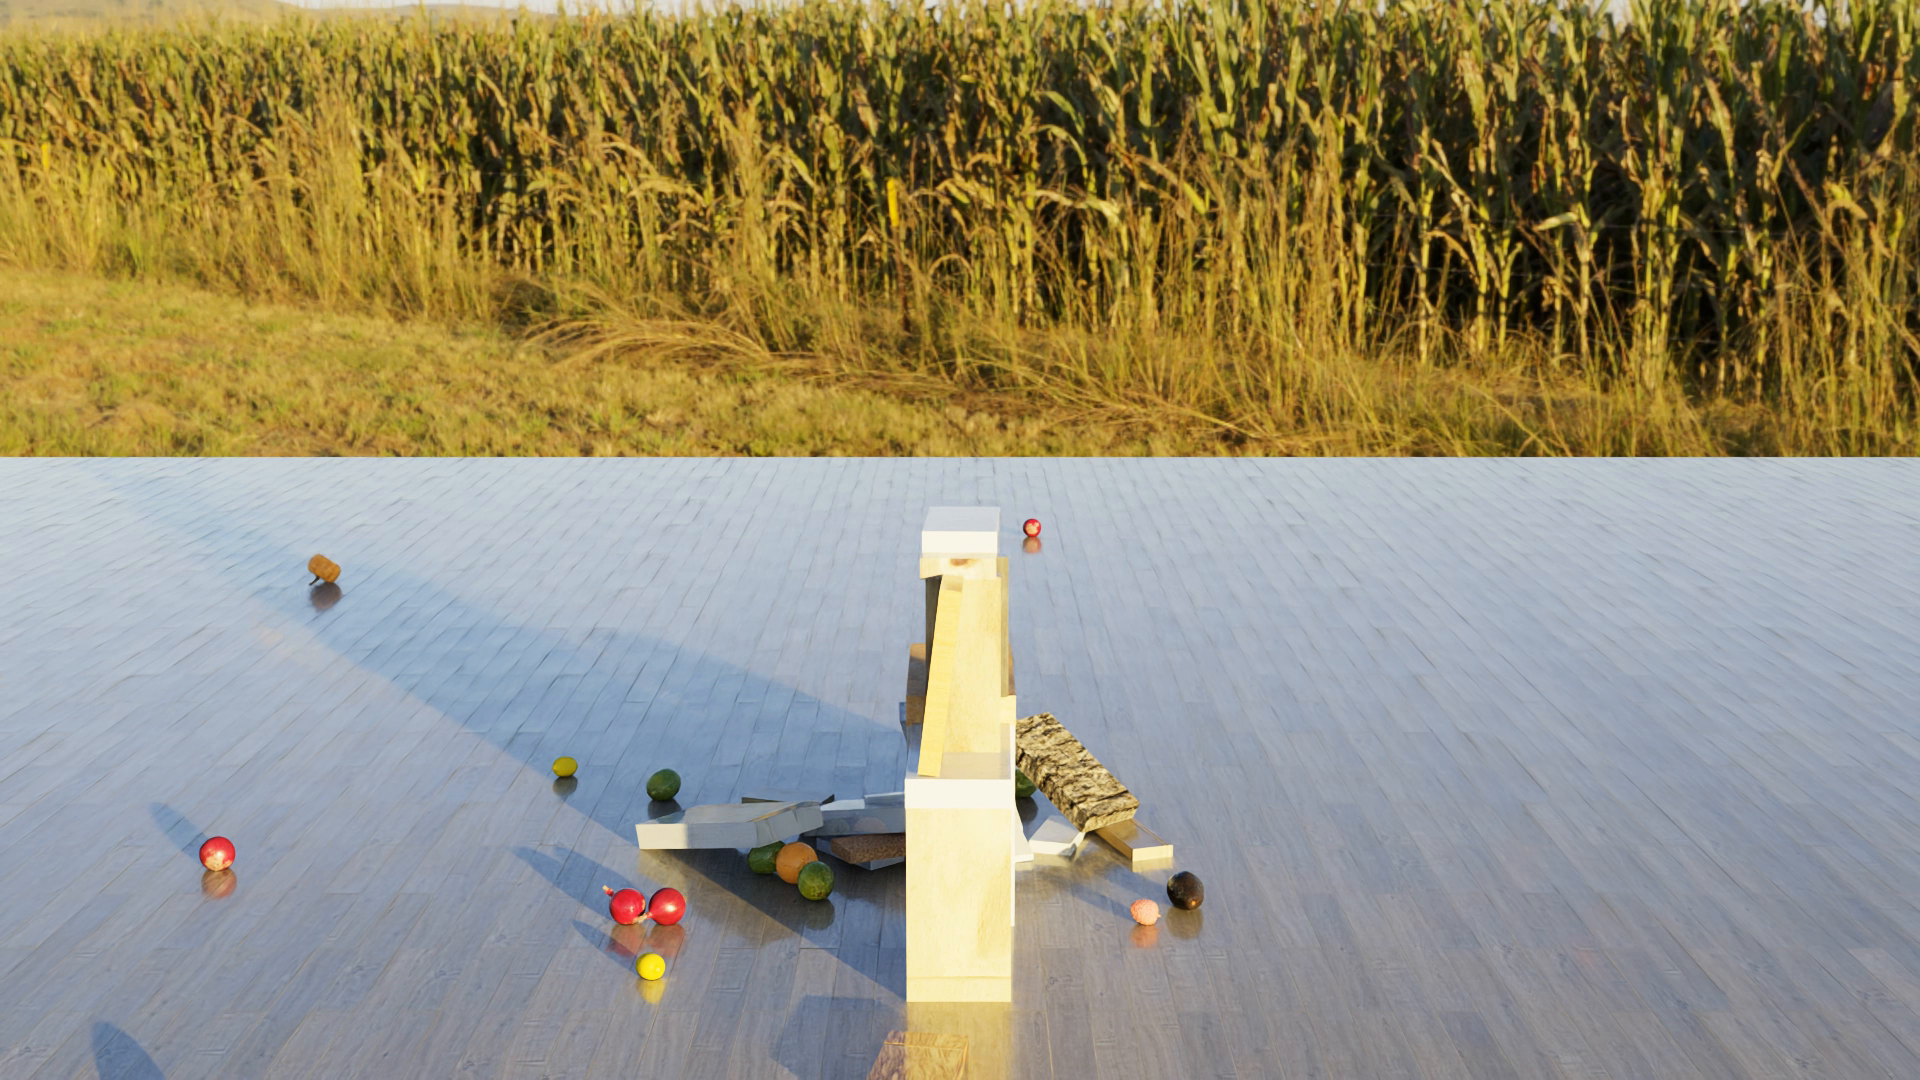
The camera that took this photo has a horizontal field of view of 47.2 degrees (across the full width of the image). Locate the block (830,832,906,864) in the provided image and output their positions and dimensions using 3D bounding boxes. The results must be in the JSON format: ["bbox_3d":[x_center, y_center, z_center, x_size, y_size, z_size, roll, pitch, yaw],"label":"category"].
[{"bbox_3d":[-0.137,0.530,3.812,0.156,0.022,0.078,-4,11,-28],"label":"block"}]

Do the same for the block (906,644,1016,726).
[{"bbox_3d":[0.001,0.233,3.585,0.171,0.048,0.341,0,11,0],"label":"block"}]

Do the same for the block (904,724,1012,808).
[{"bbox_3d":[0.000,0.334,3.275,0.151,0.043,0.302,0,11,1],"label":"block"}]

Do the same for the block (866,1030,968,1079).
[{"bbox_3d":[-0.060,0.713,2.920,0.110,0.031,0.220,2,11,9],"label":"block"}]

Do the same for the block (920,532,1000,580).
[{"bbox_3d":[0.001,0.022,3.301,0.110,0.031,0.220,0,11,2],"label":"block"}]

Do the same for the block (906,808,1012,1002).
[{"bbox_3d":[-0.002,0.522,3.207,0.151,0.302,0.043,0,11,0],"label":"block"}]

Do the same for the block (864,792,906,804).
[{"bbox_3d":[-0.124,0.461,3.934,0.092,0.013,0.046,-5,-1,-7],"label":"block"}]

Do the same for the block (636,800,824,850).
[{"bbox_3d":[-0.405,0.500,3.851,0.310,0.044,0.155,-8,3,42],"label":"block"}]

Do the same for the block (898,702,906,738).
[{"bbox_3d":[-0.018,0.361,3.838,0.133,0.265,0.038,-7,53,5],"label":"block"}]

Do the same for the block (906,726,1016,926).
[{"bbox_3d":[0.001,0.446,3.510,0.171,0.341,0.048,0,11,0],"label":"block"}]

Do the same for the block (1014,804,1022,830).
[{"bbox_3d":[0.045,0.481,4.013,0.103,0.029,0.206,-3,27,-8],"label":"block"}]

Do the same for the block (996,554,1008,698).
[{"bbox_3d":[0.018,0.133,3.393,0.110,0.221,0.031,-1,10,-6],"label":"block"}]

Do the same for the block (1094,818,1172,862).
[{"bbox_3d":[0.299,0.527,3.950,0.076,0.021,0.232,-4,11,-19],"label":"block"}]

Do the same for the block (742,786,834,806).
[{"bbox_3d":[-0.324,0.491,4.141,0.156,0.022,0.078,4,11,19],"label":"block"}]

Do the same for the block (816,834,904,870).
[{"bbox_3d":[-0.175,0.543,3.862,0.076,0.021,0.151,-9,14,-40],"label":"block"}]

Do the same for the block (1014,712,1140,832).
[{"bbox_3d":[0.192,0.423,4.024,0.133,0.038,0.265,-9,42,-42],"label":"block"}]

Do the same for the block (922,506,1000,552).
[{"bbox_3d":[0.003,-0.017,3.340,0.110,0.031,0.220,0,11,2],"label":"block"}]

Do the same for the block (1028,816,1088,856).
[{"bbox_3d":[0.179,0.529,3.940,0.076,0.021,0.151,3,11,16],"label":"block"}]

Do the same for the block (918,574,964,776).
[{"bbox_3d":[-0.027,0.193,3.166,0.031,0.271,0.110,7,11,1],"label":"block"}]

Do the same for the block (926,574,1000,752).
[{"bbox_3d":[0.005,0.182,3.251,0.110,0.265,0.031,0,11,1],"label":"block"}]

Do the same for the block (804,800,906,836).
[{"bbox_3d":[-0.105,0.487,3.900,0.310,0.044,0.155,-5,-1,22],"label":"block"}]

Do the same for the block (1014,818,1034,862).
[{"bbox_3d":[0.074,0.500,3.929,0.046,0.013,0.246,-6,28,-14],"label":"block"}]
